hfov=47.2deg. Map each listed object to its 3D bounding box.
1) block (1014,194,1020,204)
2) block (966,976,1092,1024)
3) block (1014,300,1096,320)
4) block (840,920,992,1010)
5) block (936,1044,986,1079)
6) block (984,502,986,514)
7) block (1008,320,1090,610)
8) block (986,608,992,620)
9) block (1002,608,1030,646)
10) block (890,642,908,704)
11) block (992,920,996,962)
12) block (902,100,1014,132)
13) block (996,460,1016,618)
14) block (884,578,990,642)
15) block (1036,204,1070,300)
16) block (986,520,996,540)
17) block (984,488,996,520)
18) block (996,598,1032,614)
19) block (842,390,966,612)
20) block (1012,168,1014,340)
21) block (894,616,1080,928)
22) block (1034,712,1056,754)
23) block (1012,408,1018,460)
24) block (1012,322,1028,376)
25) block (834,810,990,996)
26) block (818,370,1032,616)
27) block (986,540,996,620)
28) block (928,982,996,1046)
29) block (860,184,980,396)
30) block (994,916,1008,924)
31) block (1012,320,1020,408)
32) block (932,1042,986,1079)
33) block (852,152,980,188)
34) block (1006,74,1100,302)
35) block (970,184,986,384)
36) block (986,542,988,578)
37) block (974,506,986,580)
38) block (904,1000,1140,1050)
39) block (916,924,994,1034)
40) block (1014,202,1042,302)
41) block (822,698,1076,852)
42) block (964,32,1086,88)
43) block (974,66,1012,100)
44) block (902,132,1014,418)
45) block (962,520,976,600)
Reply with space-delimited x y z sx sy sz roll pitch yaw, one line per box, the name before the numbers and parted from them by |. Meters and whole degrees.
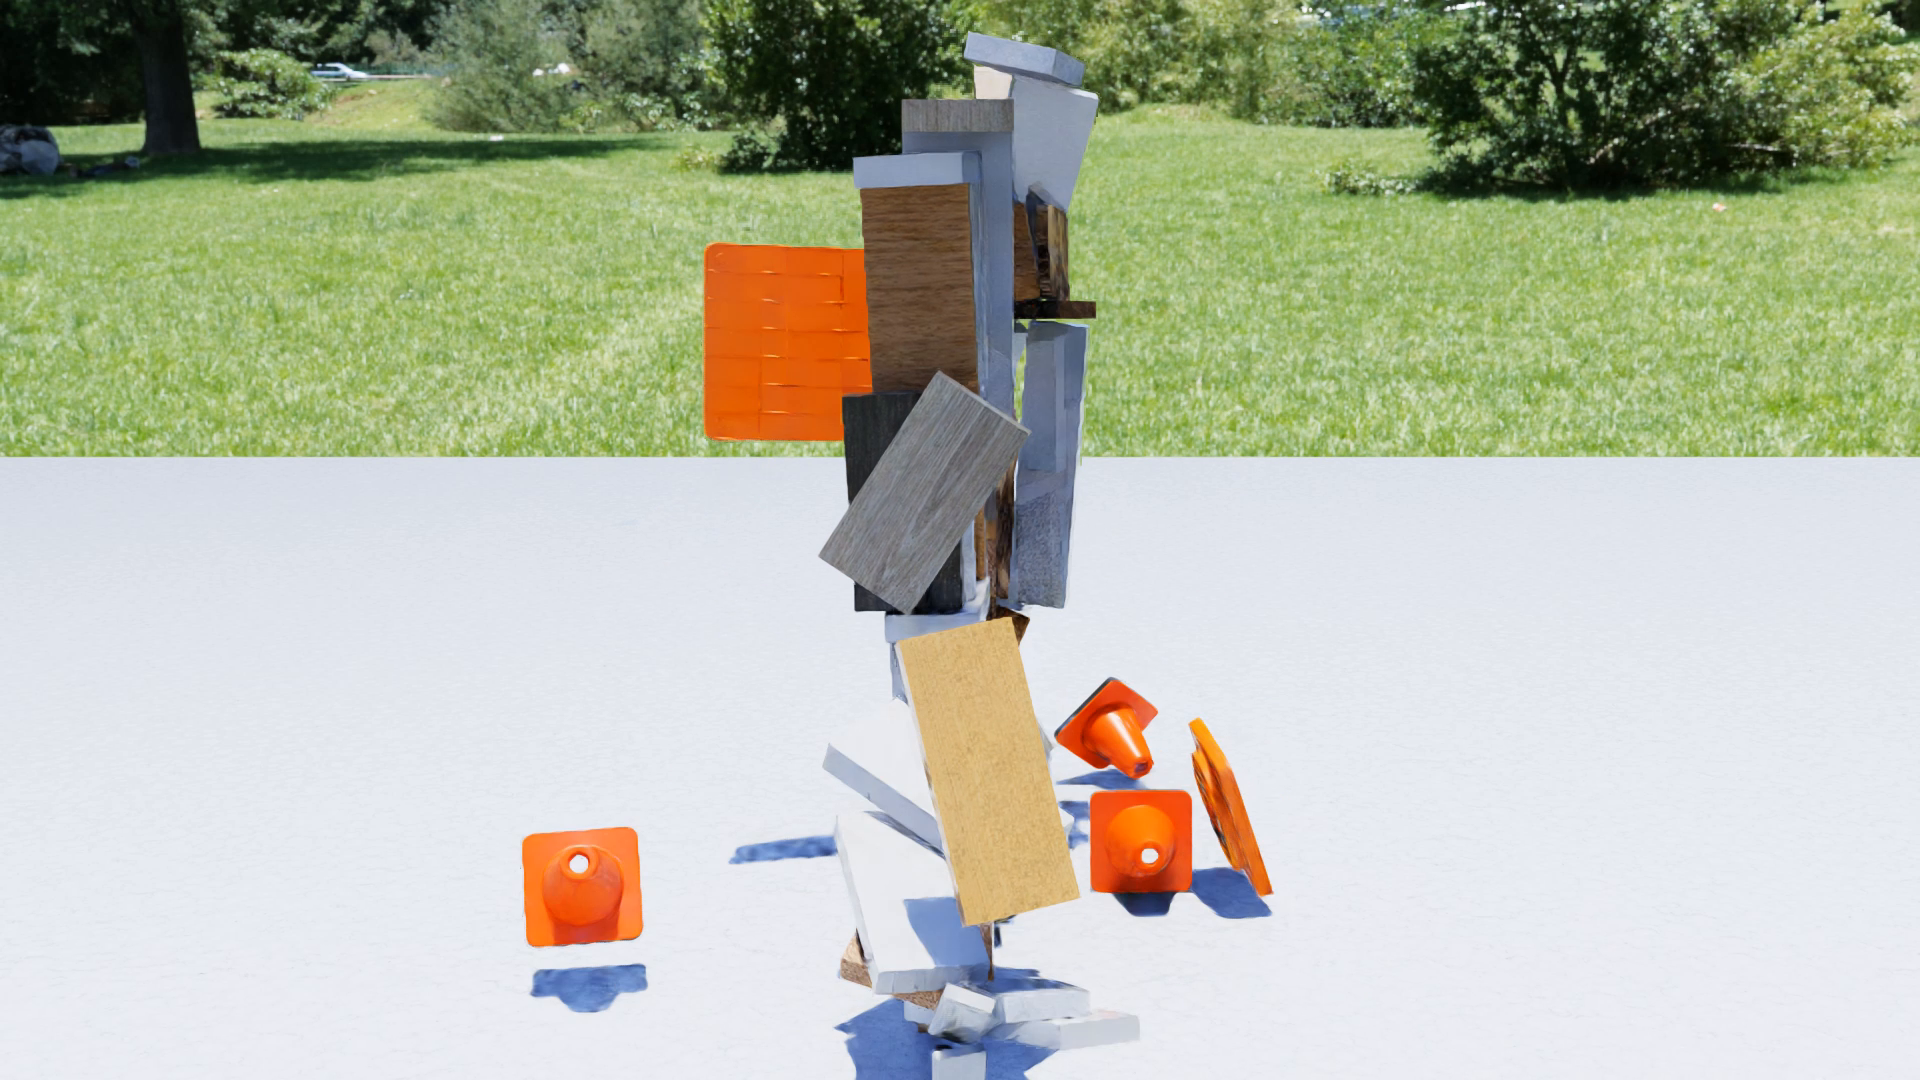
block | 0.049 -0.565 3.703 0.078 0.022 0.157 -14 3 12
block | 0.084 0.578 2.770 0.107 0.030 0.214 -2 -6 -13
block | 0.117 -0.390 3.742 0.205 0.029 0.103 4 6 39
block | -0.032 0.493 2.962 0.146 0.041 0.292 16 43 17
block | 0.000 0.688 2.832 0.064 0.128 0.018 4 53 2
block | 0.005 -0.058 3.536 0.071 0.142 0.020 0 10 2
block | 0.153 -0.128 3.788 0.103 0.493 0.029 8 14 15
block | -0.014 0.316 3.396 0.137 0.418 0.039 -2 5 4
block | 0.051 0.248 3.878 0.048 0.261 0.014 22 3 -7
block | -0.027 0.271 3.240 0.137 0.274 0.039 -2 9 4
block | -0.005 0.555 3.246 0.110 0.220 0.031 1 0 9
block | -0.001 -0.671 3.485 0.169 0.048 0.338 0 10 1
block | 0.006 0.016 3.972 0.174 0.347 0.049 1 11 -5
block | -0.031 0.103 3.287 0.137 0.039 0.275 -2 10 4
block | 0.158 -0.488 3.756 0.022 0.157 0.078 -4 -6 27
block | 0.003 -0.036 3.685 0.112 0.032 0.223 0 10 0
block | -0.004 -0.156 3.563 0.124 0.248 0.035 0 10 0
block | 0.075 0.111 3.891 0.095 0.014 0.048 15 -1 21
block | -0.081 -0.057 3.180 0.157 0.314 0.044 -2 10 6
block | 0.003 -0.498 3.612 0.169 0.338 0.048 1 10 6
block | 0.033 0.287 2.740 0.146 0.360 0.041 -12 -9 -11
block | 0.020 0.312 3.199 0.214 0.107 0.030 -32 -3 7
block | 0.017 -0.199 4.043 0.174 0.049 0.347 2 10 0
block | 0.042 -0.283 3.829 0.103 0.205 0.029 -9 45 -38
block | -0.067 0.470 2.897 0.146 0.041 0.292 -2 36 -15
block | -0.051 -0.066 3.129 0.157 0.314 0.044 33 11 -1
block | 0.003 0.103 3.632 0.112 0.223 0.032 0 8 1
block | 0.001 0.596 2.747 0.064 0.128 0.018 19 56 2
block | -0.057 -0.356 3.171 0.153 0.305 0.043 -2 10 4
block | -0.003 0.451 3.524 0.163 0.327 0.046 0 11 0
block | 0.039 -0.191 4.318 0.123 1.303 0.035 3 19 0
block | -0.003 0.693 2.757 0.064 0.128 0.018 -7 26 -19
block | -0.060 -0.543 3.231 0.153 0.043 0.305 -2 9 6
block | 0.115 -0.597 3.805 0.148 0.388 0.042 11 24 -11
block | -0.043 -0.390 3.380 0.153 0.305 0.043 -2 10 2
block | -0.003 0.032 3.510 0.095 0.027 0.189 0 10 1
block | -0.029 -0.067 3.387 0.130 0.259 0.037 -2 1 5
block | 0.070 0.617 2.841 0.107 0.030 0.466 -1 -6 -25
block | -0.010 0.581 3.096 0.110 0.220 0.031 -3 7 2
block | 0.083 -0.474 3.648 0.078 0.157 0.022 -10 7 13
block | -0.016 0.346 3.007 0.314 0.044 0.157 32 37 22
block | 0.112 -0.805 3.693 0.148 0.042 0.295 14 10 10
block | 0.089 -0.823 4.094 0.123 0.035 0.246 2 31 -2
block | -0.003 -0.385 3.438 0.169 0.497 0.048 1 10 3
block | -0.046 -0.041 3.233 0.130 0.259 0.037 -2 5 5
